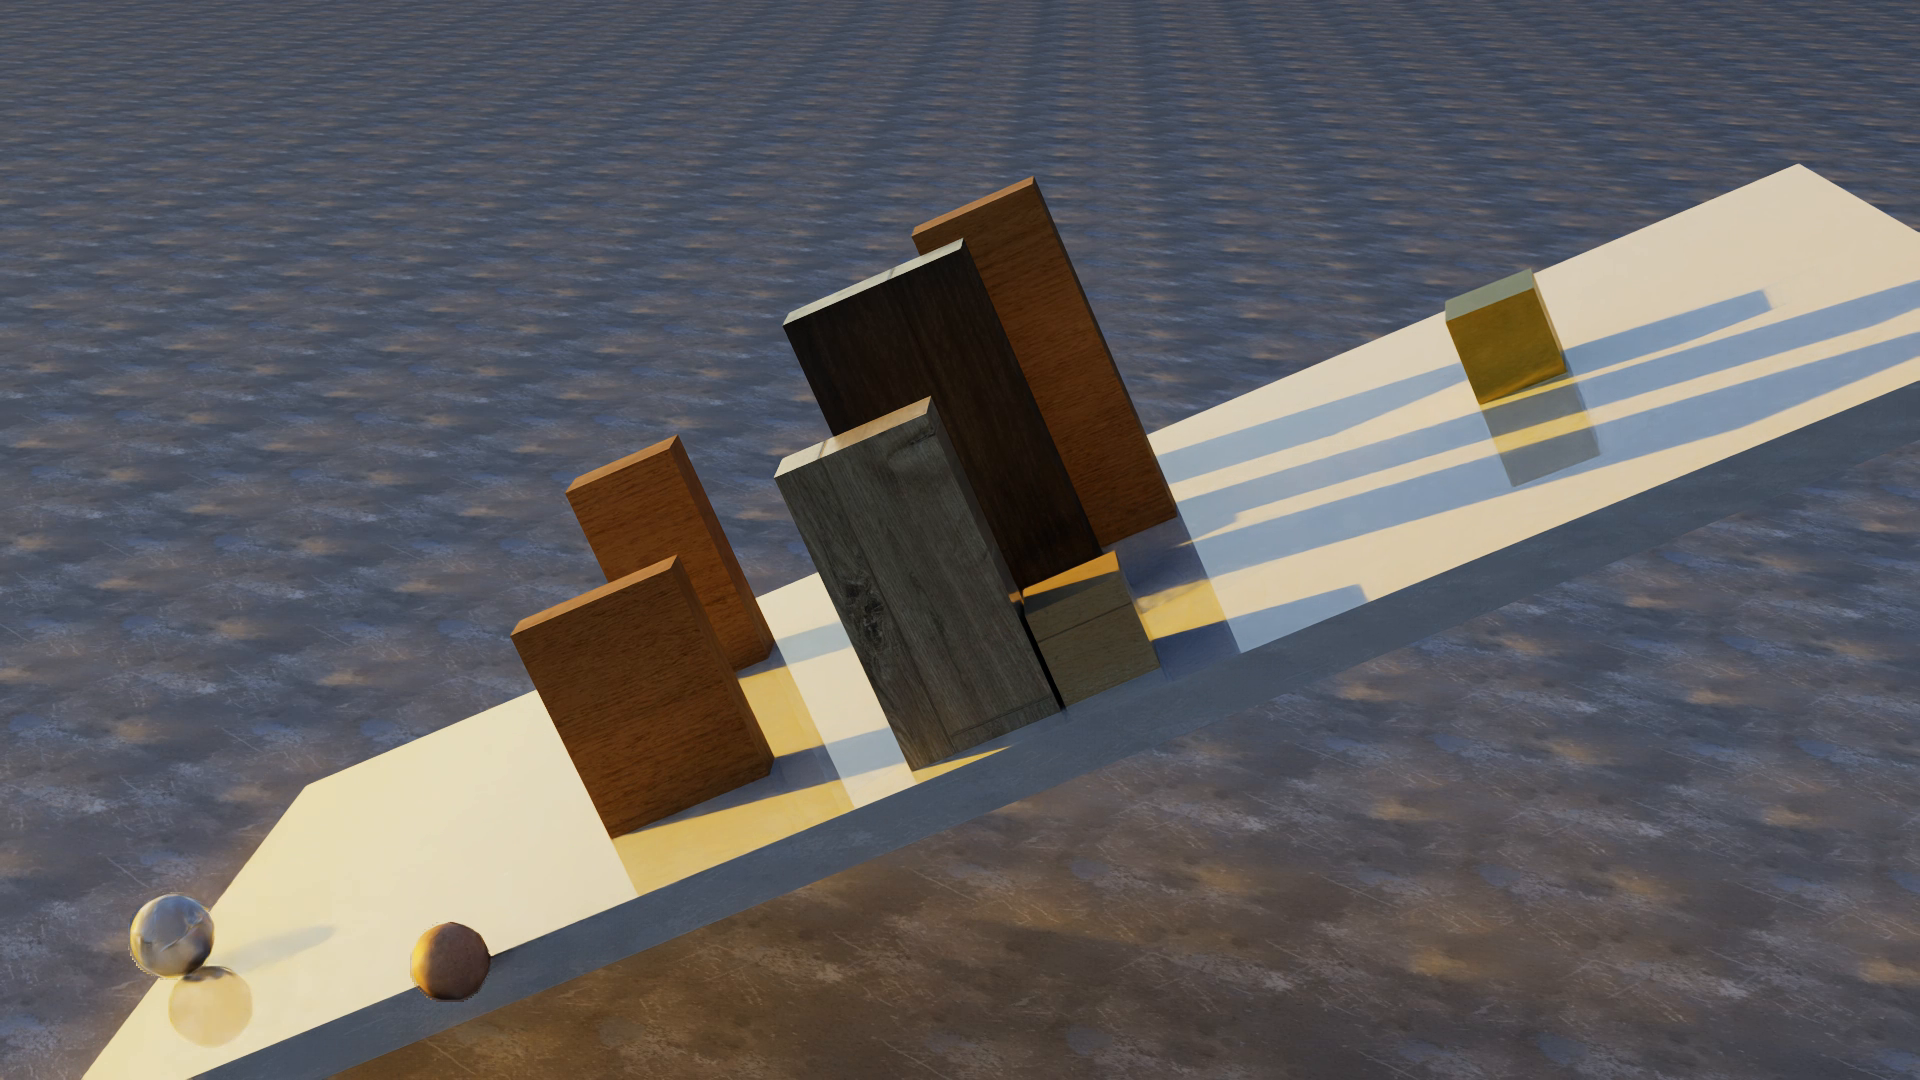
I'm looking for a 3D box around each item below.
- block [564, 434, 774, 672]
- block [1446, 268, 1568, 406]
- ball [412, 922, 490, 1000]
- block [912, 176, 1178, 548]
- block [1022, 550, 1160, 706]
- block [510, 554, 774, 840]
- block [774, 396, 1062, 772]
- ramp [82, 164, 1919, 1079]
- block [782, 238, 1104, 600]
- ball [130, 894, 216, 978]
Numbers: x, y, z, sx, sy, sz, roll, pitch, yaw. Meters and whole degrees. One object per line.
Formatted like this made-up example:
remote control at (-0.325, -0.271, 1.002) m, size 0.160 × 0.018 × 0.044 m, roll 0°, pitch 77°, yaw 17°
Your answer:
block at (-0.660, 0.063, 6.730) m, size 0.260 × 0.534 × 0.143 m, roll -23°, pitch 13°, yaw 8°
block at (1.145, -0.428, 6.179) m, size 0.192 × 0.192 × 0.192 m, roll -21°, pitch 13°, yaw 15°
ball at (-0.931, 0.770, 5.375) m, size 0.142 × 0.142 × 0.142 m, roll 0°, pitch 15°, yaw 0°
block at (0.185, -0.362, 6.328) m, size 0.278 × 0.783 × 0.127 m, roll -23°, pitch 13°, yaw 8°
block at (0.242, 0.163, 5.449) m, size 0.189 × 0.189 × 0.189 m, roll -23°, pitch 13°, yaw 5°
block at (-0.626, 0.312, 5.824) m, size 0.348 × 0.460 × 0.105 m, roll -23°, pitch 13°, yaw 8°
block at (-0.071, 0.082, 5.400) m, size 0.300 × 0.607 × 0.148 m, roll -23°, pitch 13°, yaw 8°
ramp at (0.131, 0.170, 6.285) m, size 4.000 × 0.100 × 2.000 m, roll -23°, pitch 13°, yaw 8°
block at (-0.023, -0.189, 6.064) m, size 0.394 × 0.759 × 0.140 m, roll -23°, pitch 13°, yaw 8°
ball at (-1.675, 0.842, 6.255) m, size 0.177 × 0.177 × 0.177 m, roll 0°, pitch 15°, yaw 0°
